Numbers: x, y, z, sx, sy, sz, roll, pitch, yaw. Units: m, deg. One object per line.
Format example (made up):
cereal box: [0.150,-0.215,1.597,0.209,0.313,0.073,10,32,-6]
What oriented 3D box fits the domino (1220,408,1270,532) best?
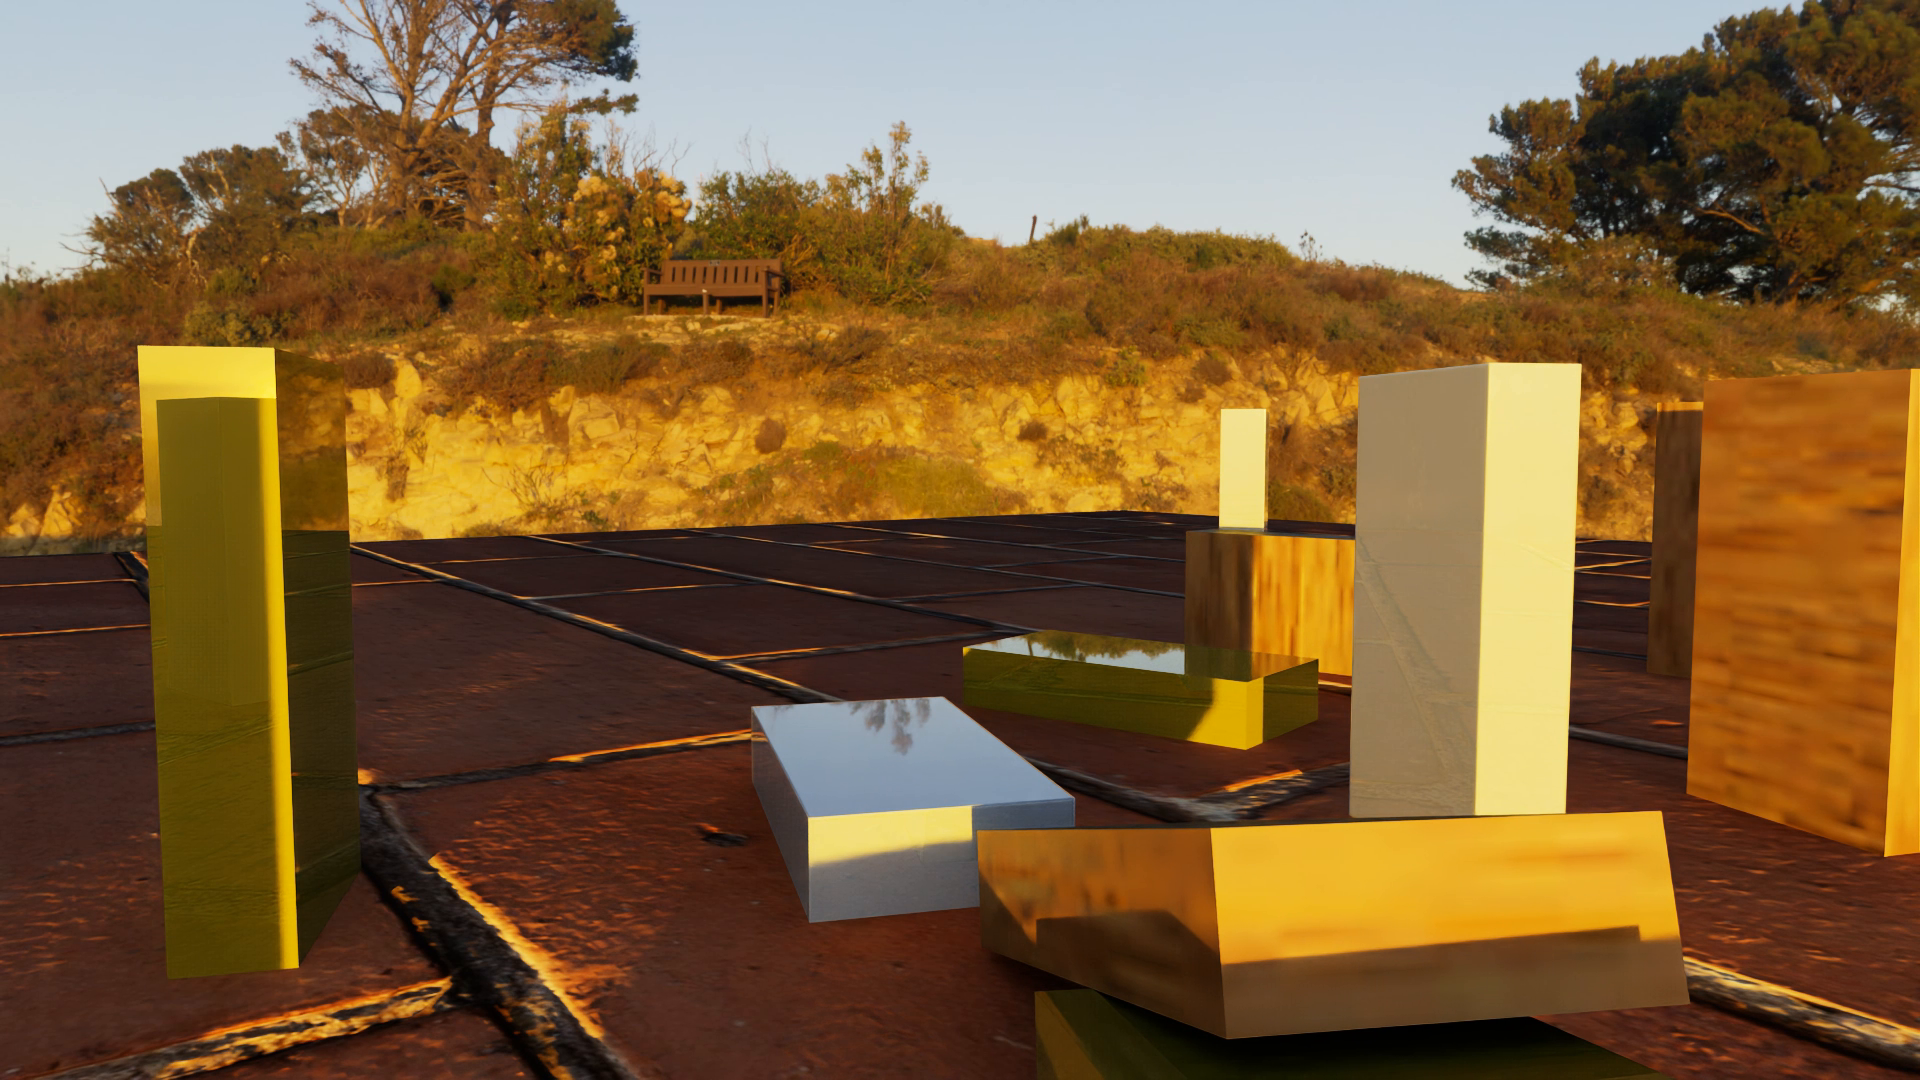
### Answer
domino: [0.065,-0.004,0.291,0.009,0.050,0.025,1,4,15]

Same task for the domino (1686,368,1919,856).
domino: [0.097,0.007,0.144,0.009,0.050,0.025,-1,4,-16]

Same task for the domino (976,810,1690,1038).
domino: [0.019,0.024,0.087,0.025,0.009,0.050,1,-13,-12]

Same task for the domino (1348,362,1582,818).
domino: [0.052,0.007,0.134,0.009,0.050,0.025,-1,4,-10]

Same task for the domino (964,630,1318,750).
domino: [0.028,0.023,0.204,0.050,0.010,0.025,3,5,38]

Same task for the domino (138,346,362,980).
domino: [-0.061,0.009,0.113,0.010,0.050,0.025,-1,4,-14]

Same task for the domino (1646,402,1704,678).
domino: [0.141,-0.001,0.242,0.025,0.050,0.010,-4,6,-40]

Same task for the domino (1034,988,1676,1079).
domino: [0.020,0.029,0.054,0.025,0.009,0.050,-1,-7,-7]

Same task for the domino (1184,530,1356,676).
domino: [0.067,0.012,0.245,0.050,0.025,0.009,4,6,41]

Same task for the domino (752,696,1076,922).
domino: [-0.008,0.027,0.141,0.025,0.009,0.050,-1,4,-15]
